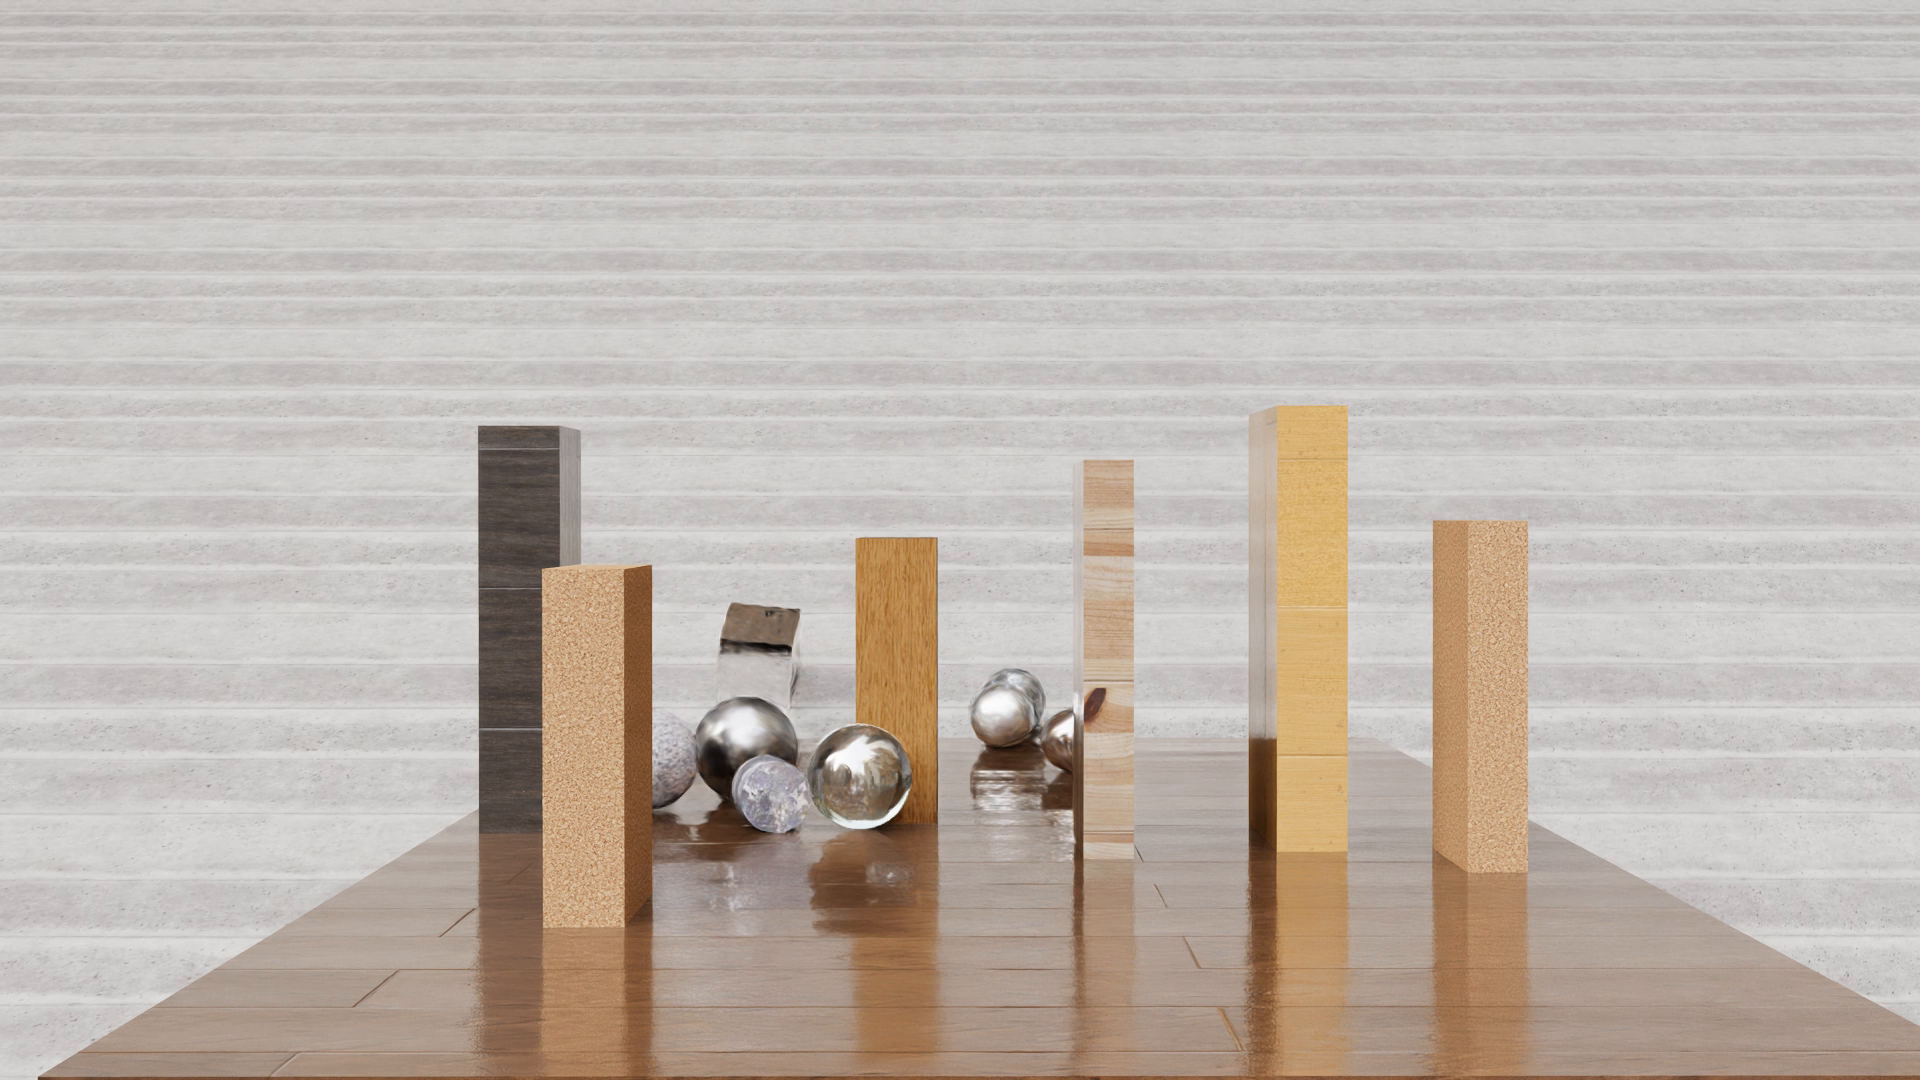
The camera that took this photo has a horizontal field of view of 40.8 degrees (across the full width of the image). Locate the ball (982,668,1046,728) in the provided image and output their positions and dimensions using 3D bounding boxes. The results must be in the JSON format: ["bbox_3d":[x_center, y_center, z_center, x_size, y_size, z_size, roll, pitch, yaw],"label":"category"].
[{"bbox_3d":[0.137,0.423,6.770,0.176,0.176,0.176,0,28,0],"label":"ball"}]

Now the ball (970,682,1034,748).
[{"bbox_3d":[0.103,0.430,6.333,0.159,0.159,0.159,0,28,0],"label":"ball"}]

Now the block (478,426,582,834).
[{"bbox_3d":[-0.788,0.159,4.751,0.146,0.730,0.262,0,1,0],"label":"block"}]

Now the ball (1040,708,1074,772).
[{"bbox_3d":[0.250,0.445,5.738,0.140,0.140,0.140,0,28,0],"label":"ball"}]

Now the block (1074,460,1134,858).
[{"bbox_3d":[0.246,0.196,4.462,0.084,0.660,0.377,0,1,0],"label":"block"}]

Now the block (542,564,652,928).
[{"bbox_3d":[-0.520,0.286,3.730,0.113,0.495,0.331,0,1,0],"label":"block"}]

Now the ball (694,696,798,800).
[{"bbox_3d":[-0.428,0.416,5.156,0.209,0.209,0.209,0,28,0],"label":"ball"}]

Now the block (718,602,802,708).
[{"bbox_3d":[-0.538,0.310,6.945,0.195,0.195,0.195,6,28,2],"label":"block"}]

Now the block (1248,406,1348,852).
[{"bbox_3d":[0.595,0.148,4.579,0.119,0.754,0.425,0,1,0],"label":"block"}]

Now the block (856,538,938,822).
[{"bbox_3d":[-0.118,0.259,4.927,0.150,0.526,0.296,0,1,0],"label":"block"}]

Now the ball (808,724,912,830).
[{"bbox_3d":[-0.181,0.429,4.685,0.191,0.191,0.191,0,28,0],"label":"ball"}]

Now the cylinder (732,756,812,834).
[{"bbox_3d":[-0.343,0.460,4.689,0.128,0.128,0.128,-7,2,-12],"label":"cylinder"}]

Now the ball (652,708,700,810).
[{"bbox_3d":[-0.604,0.423,5.003,0.197,0.197,0.197,0,28,0],"label":"ball"}]

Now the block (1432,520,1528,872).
[{"bbox_3d":[0.855,0.248,4.260,0.096,0.560,0.304,0,1,0],"label":"block"}]

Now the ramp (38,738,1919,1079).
[{"bbox_3d":[0.064,0.575,4.618,2.000,0.100,4.000,0,1,0],"label":"ramp"}]
